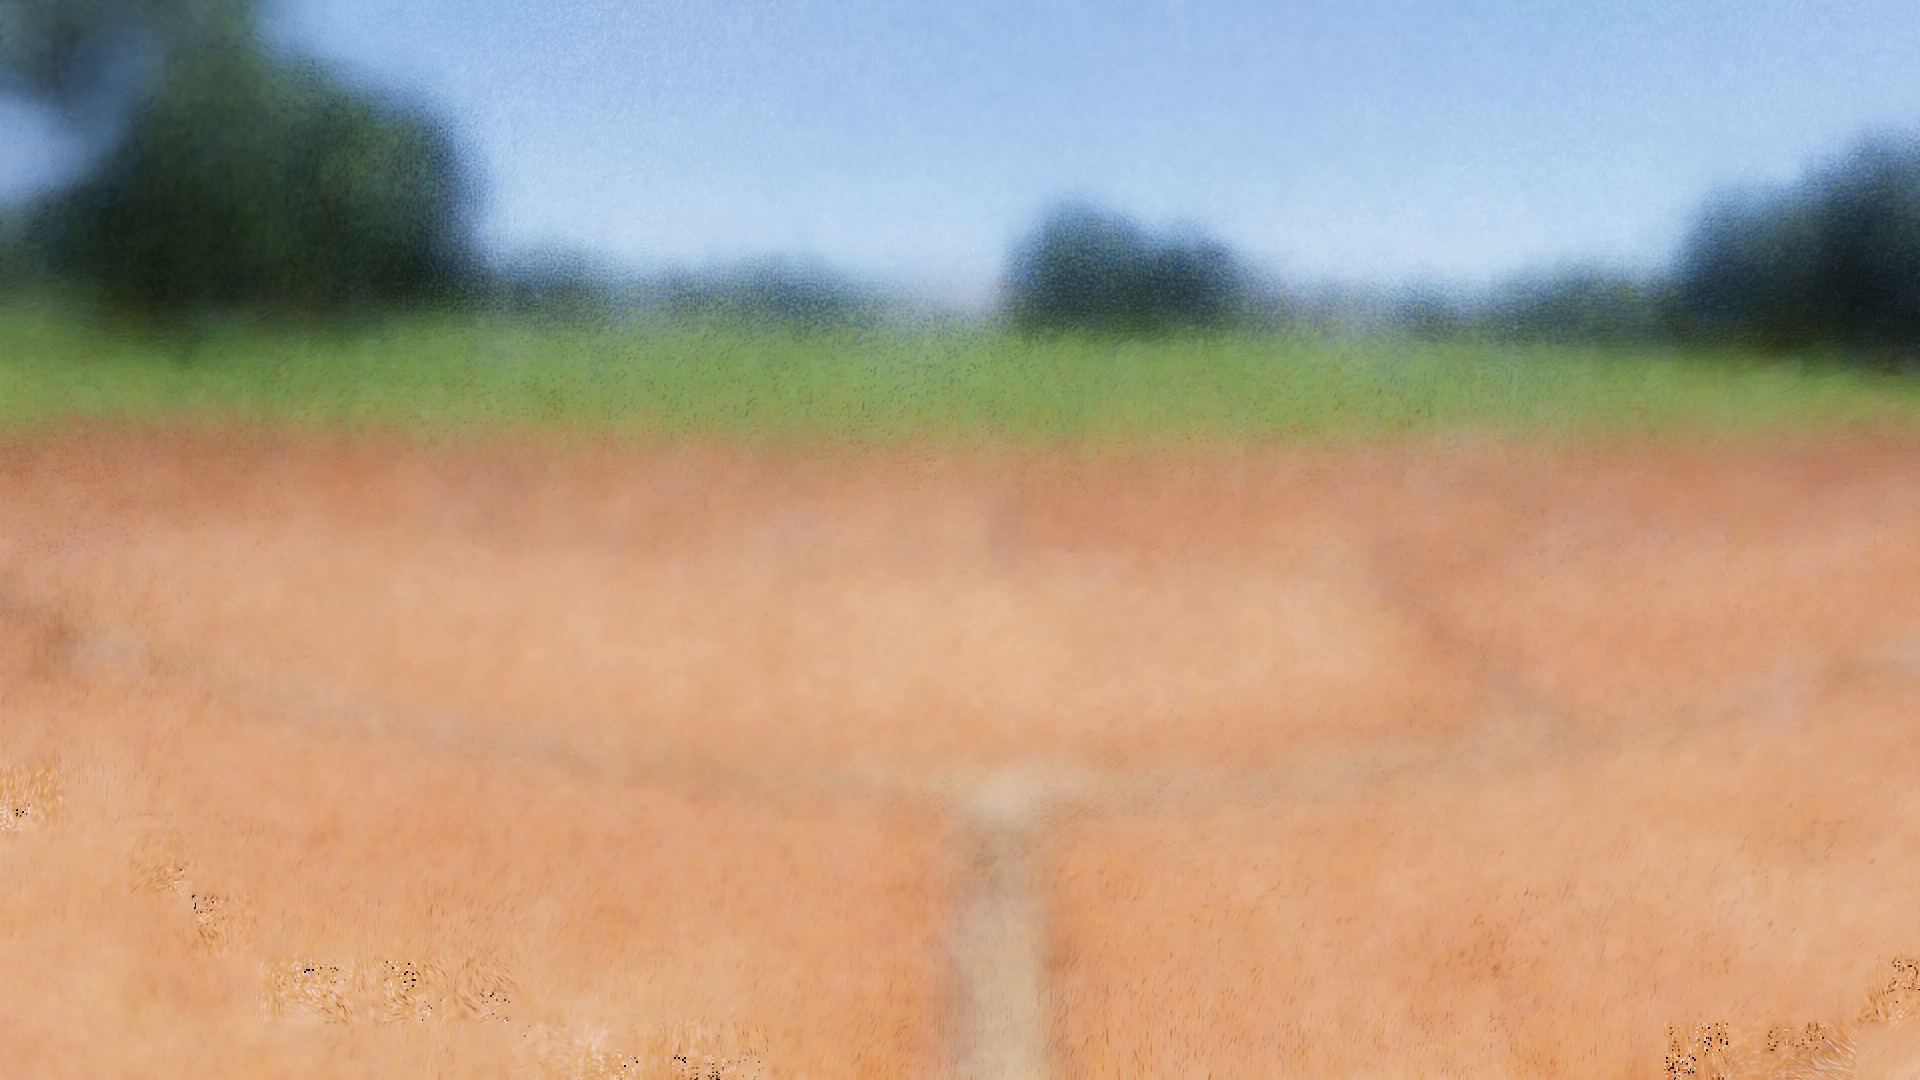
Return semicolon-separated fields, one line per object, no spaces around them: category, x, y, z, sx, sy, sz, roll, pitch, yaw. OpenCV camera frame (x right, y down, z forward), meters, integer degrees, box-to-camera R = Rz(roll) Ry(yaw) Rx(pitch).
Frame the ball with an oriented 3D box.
ball;0.000;-0.007;0.050;0.080;0.080;0.080;0;4;0
